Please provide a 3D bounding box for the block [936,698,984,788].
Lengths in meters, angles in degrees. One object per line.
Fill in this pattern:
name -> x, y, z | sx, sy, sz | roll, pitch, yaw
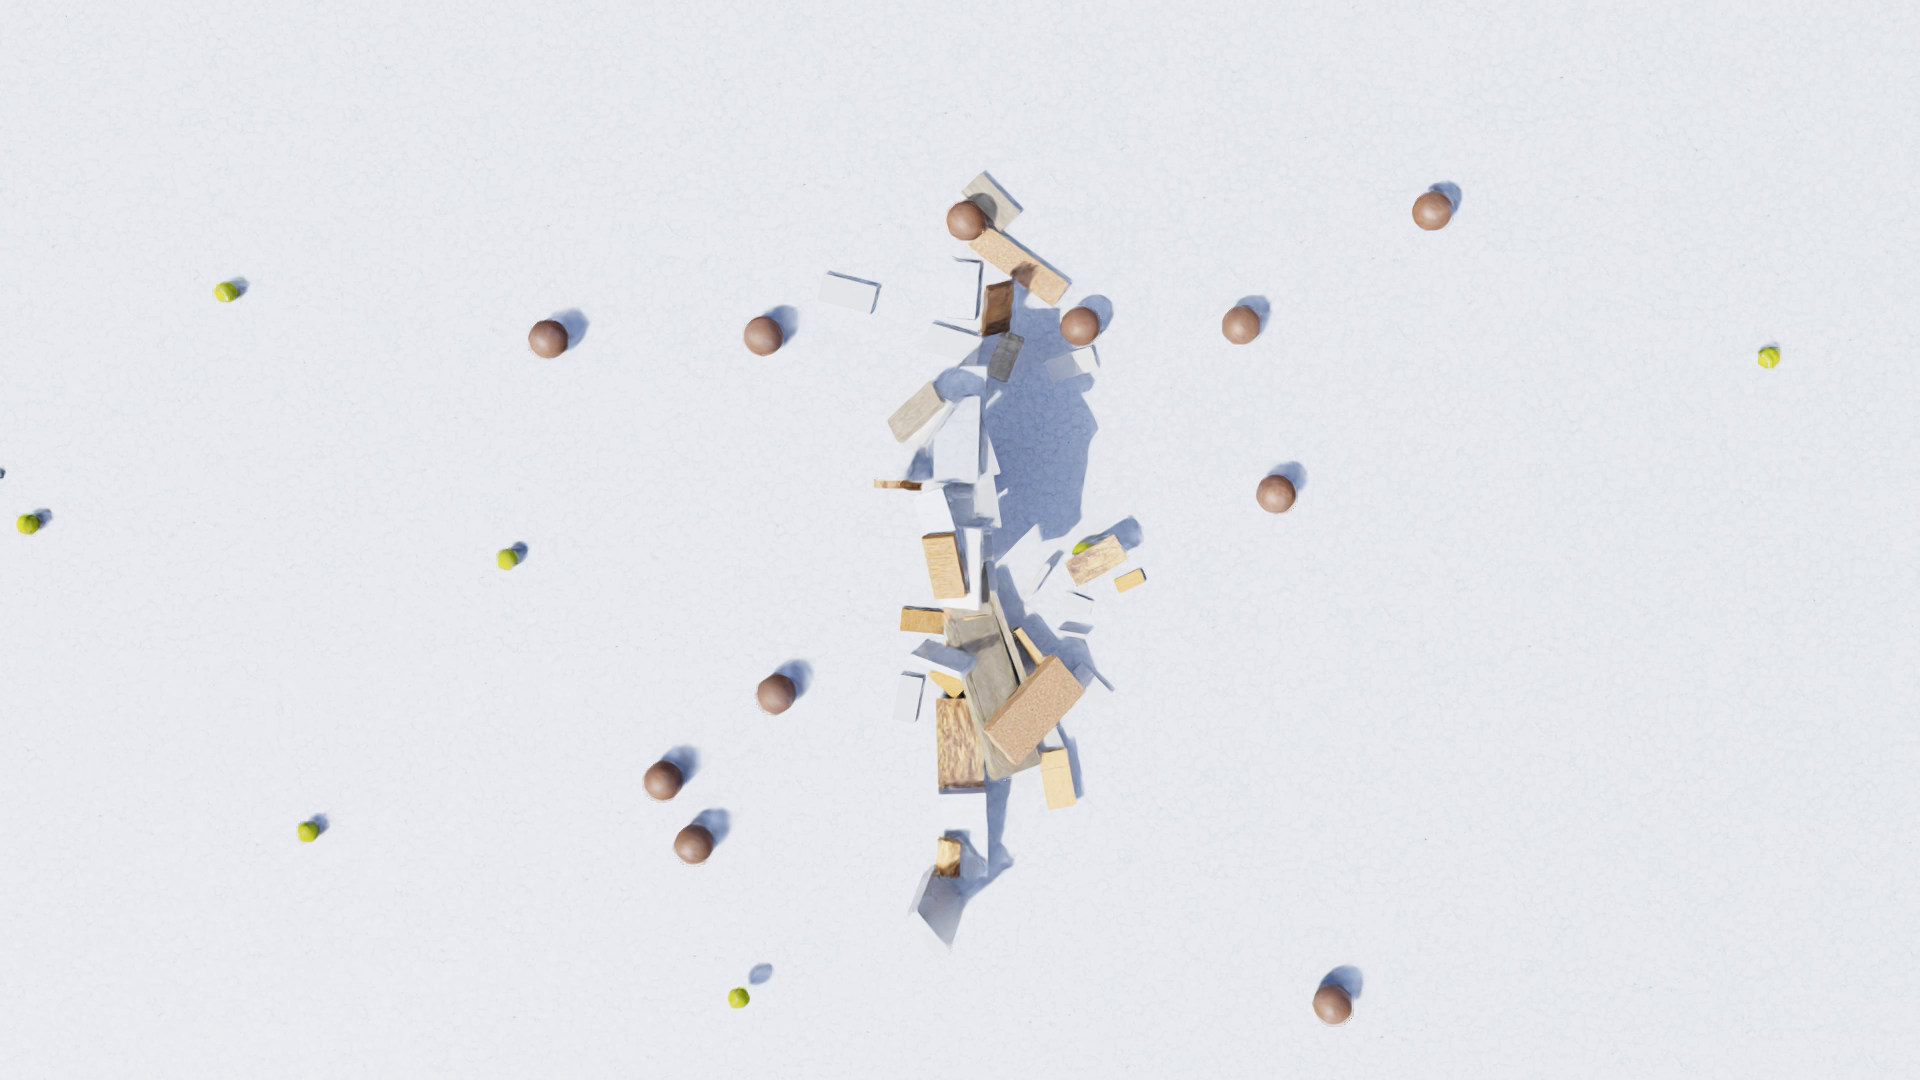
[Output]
block -> 0.001, 0.678, 5.439 | 0.153, 0.043, 0.307 | -2, 80, 0

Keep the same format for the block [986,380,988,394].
block -> 0.002, -0.483, 5.333 | 0.167, 0.334, 0.047 | 3, 90, 0

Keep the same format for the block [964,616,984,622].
block -> 0.037, 0.158, 5.093 | 0.085, 0.024, 0.171 | -13, 90, 0

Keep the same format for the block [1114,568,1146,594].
block -> 0.564, 0.137, 5.493 | 0.095, 0.014, 0.048 | -24, 90, 0

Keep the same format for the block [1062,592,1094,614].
block -> 0.392, 0.211, 5.493 | 0.095, 0.014, 0.048 | 21, 90, 0

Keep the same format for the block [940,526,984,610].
block -> 0.005, 0.082, 4.976 | 0.123, 0.035, 0.247 | 5, 102, 17

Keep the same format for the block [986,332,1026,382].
block -> 0.150, -0.612, 5.489 | 0.080, 0.023, 0.159 | 23, 90, 0

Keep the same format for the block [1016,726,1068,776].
block -> 0.251, 0.701, 5.486 | 0.190, 0.027, 0.095 | -25, 90, 0

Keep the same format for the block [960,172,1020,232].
block -> 0.101, -1.121, 5.487 | 0.093, 0.026, 0.186 | -44, 90, 0

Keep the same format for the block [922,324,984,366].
block -> -0.023, -0.651, 5.487 | 0.182, 0.026, 0.091 | 17, 90, 0

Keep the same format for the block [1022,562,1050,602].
block -> 0.252, 0.141, 5.464 | 0.021, 0.073, 0.146 | 34, 90, 0

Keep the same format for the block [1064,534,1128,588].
block -> 0.446, 0.068, 5.414 | 0.190, 0.027, 0.095 | -30, 91, 10

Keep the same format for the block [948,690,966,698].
block -> -0.006, 0.459, 5.483 | 0.063, 0.018, 0.125 | 4, 82, 0

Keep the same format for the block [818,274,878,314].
block -> -0.375, -0.818, 5.487 | 0.182, 0.026, 0.091 | 14, 90, 0

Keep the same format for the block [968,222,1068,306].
block -> 0.193, -0.915, 5.487 | 0.350, 0.026, 0.091 | 35, 90, 0

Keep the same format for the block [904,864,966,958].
block -> -0.076, 1.196, 5.324 | 0.048, 0.337, 0.168 | -37, 96, 16

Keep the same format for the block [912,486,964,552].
block -> -0.063, -0.051, 4.940 | 0.099, 0.028, 0.199 | -16, 94, 23

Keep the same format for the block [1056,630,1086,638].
block -> 0.368, 0.311, 5.476 | 0.095, 0.048, 0.014 | 9, 90, 0

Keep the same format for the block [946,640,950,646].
block -> -0.029, 0.372, 5.464 | 0.063, 0.018, 0.125 | 29, 63, 0

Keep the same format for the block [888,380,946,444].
block -> -0.134, -0.389, 5.032 | 0.189, 0.027, 0.095 | -41, 52, 20

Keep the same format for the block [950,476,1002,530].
block -> 0.040, -0.159, 5.043 | 0.134, 0.038, 0.268 | -9, 70, 0

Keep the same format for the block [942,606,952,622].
block -> -0.025, 0.215, 5.434 | 0.065, 0.018, 0.131 | -5, 124, 1

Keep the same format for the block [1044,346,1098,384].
block -> 0.370, -0.582, 5.489 | 0.159, 0.023, 0.080 | -17, 90, 0

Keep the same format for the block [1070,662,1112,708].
block -> 0.429, 0.484, 5.490 | 0.073, 0.021, 0.146 | -45, 90, 0

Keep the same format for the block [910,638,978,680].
block -> -0.052, 0.385, 5.340 | 0.199, 0.099, 0.028 | 18, 127, 30

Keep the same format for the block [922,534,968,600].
block -> -0.044, 0.079, 4.934 | 0.099, 0.028, 0.199 | -4, 112, 19

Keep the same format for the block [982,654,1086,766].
block -> 0.242, 0.553, 5.375 | 0.337, 0.048, 0.168 | -46, 114, -14

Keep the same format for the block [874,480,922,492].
block -> -0.200, -0.177, 5.347 | 0.095, 0.200, 0.027 | 3, 90, 19

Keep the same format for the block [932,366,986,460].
block -> 0.000, -0.370, 5.142 | 0.167, 0.047, 0.334 | 0, 90, 0

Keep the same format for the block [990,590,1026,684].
block -> 0.163, 0.329, 5.457 | 0.024, 0.086, 0.417 | -20, 90, 0

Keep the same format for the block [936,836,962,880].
block -> -0.037, 1.036, 5.380 | 0.075, 0.021, 0.150 | 10, 121, 11

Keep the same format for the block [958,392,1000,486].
block -> 0.020, -0.309, 5.054 | 0.134, 0.038, 0.268 | -17, 70, 0

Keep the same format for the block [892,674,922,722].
block -> -0.174, 0.528, 5.489 | 0.075, 0.021, 0.150 | 10, 90, 0

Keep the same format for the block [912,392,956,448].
block -> -0.086, -0.368, 5.018 | 0.080, 0.023, 0.159 | 41, 101, 41

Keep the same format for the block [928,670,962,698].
block -> -0.042, 0.461, 5.423 | 0.125, 0.018, 0.063 | 42, 90, -24

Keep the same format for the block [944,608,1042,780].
block -> 0.106, 0.505, 5.424 | 0.168, 0.048, 0.538 | -17, 88, -22

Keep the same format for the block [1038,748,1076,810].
block -> 0.321, 0.791, 5.462 | 0.095, 0.027, 0.190 | -11, 93, -1

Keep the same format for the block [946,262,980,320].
block -> 0.011, -0.829, 5.487 | 0.093, 0.026, 0.186 | 5, 90, 0

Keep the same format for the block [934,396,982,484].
block -> -0.008, -0.305, 5.015 | 0.134, 0.038, 0.268 | 0, 71, 6

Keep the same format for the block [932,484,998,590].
block -> 0.014, -0.010, 5.129 | 0.173, 0.049, 0.346 | -5, 90, 0

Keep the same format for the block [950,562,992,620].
block -> 0.023, 0.113, 5.057 | 0.123, 0.035, 0.247 | -7, 81, 1

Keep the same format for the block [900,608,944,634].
block -> -0.124, 0.272, 5.490 | 0.146, 0.021, 0.073 | 5, 90, 0

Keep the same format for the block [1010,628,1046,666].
block -> 0.235, 0.364, 5.455 | 0.024, 0.086, 0.171 | -38, 90, -9

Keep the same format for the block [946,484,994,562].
block -> 0.028, -0.053, 5.052 | 0.123, 0.035, 0.247 | -7, 73, 0

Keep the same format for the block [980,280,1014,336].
block -> 0.123, -0.757, 5.396 | 0.095, 0.189, 0.027 | -17, 49, -21

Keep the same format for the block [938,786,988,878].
block -> 0.012, 0.960, 5.415 | 0.153, 0.043, 0.307 | -2, 110, 0

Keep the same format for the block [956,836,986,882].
block -> 0.013, 1.048, 5.411 | 0.075, 0.021, 0.150 | -35, 106, 11

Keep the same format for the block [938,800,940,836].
block -> 0.002, 0.855, 5.478 | 0.153, 0.043, 0.307 | 0, 90, 0
